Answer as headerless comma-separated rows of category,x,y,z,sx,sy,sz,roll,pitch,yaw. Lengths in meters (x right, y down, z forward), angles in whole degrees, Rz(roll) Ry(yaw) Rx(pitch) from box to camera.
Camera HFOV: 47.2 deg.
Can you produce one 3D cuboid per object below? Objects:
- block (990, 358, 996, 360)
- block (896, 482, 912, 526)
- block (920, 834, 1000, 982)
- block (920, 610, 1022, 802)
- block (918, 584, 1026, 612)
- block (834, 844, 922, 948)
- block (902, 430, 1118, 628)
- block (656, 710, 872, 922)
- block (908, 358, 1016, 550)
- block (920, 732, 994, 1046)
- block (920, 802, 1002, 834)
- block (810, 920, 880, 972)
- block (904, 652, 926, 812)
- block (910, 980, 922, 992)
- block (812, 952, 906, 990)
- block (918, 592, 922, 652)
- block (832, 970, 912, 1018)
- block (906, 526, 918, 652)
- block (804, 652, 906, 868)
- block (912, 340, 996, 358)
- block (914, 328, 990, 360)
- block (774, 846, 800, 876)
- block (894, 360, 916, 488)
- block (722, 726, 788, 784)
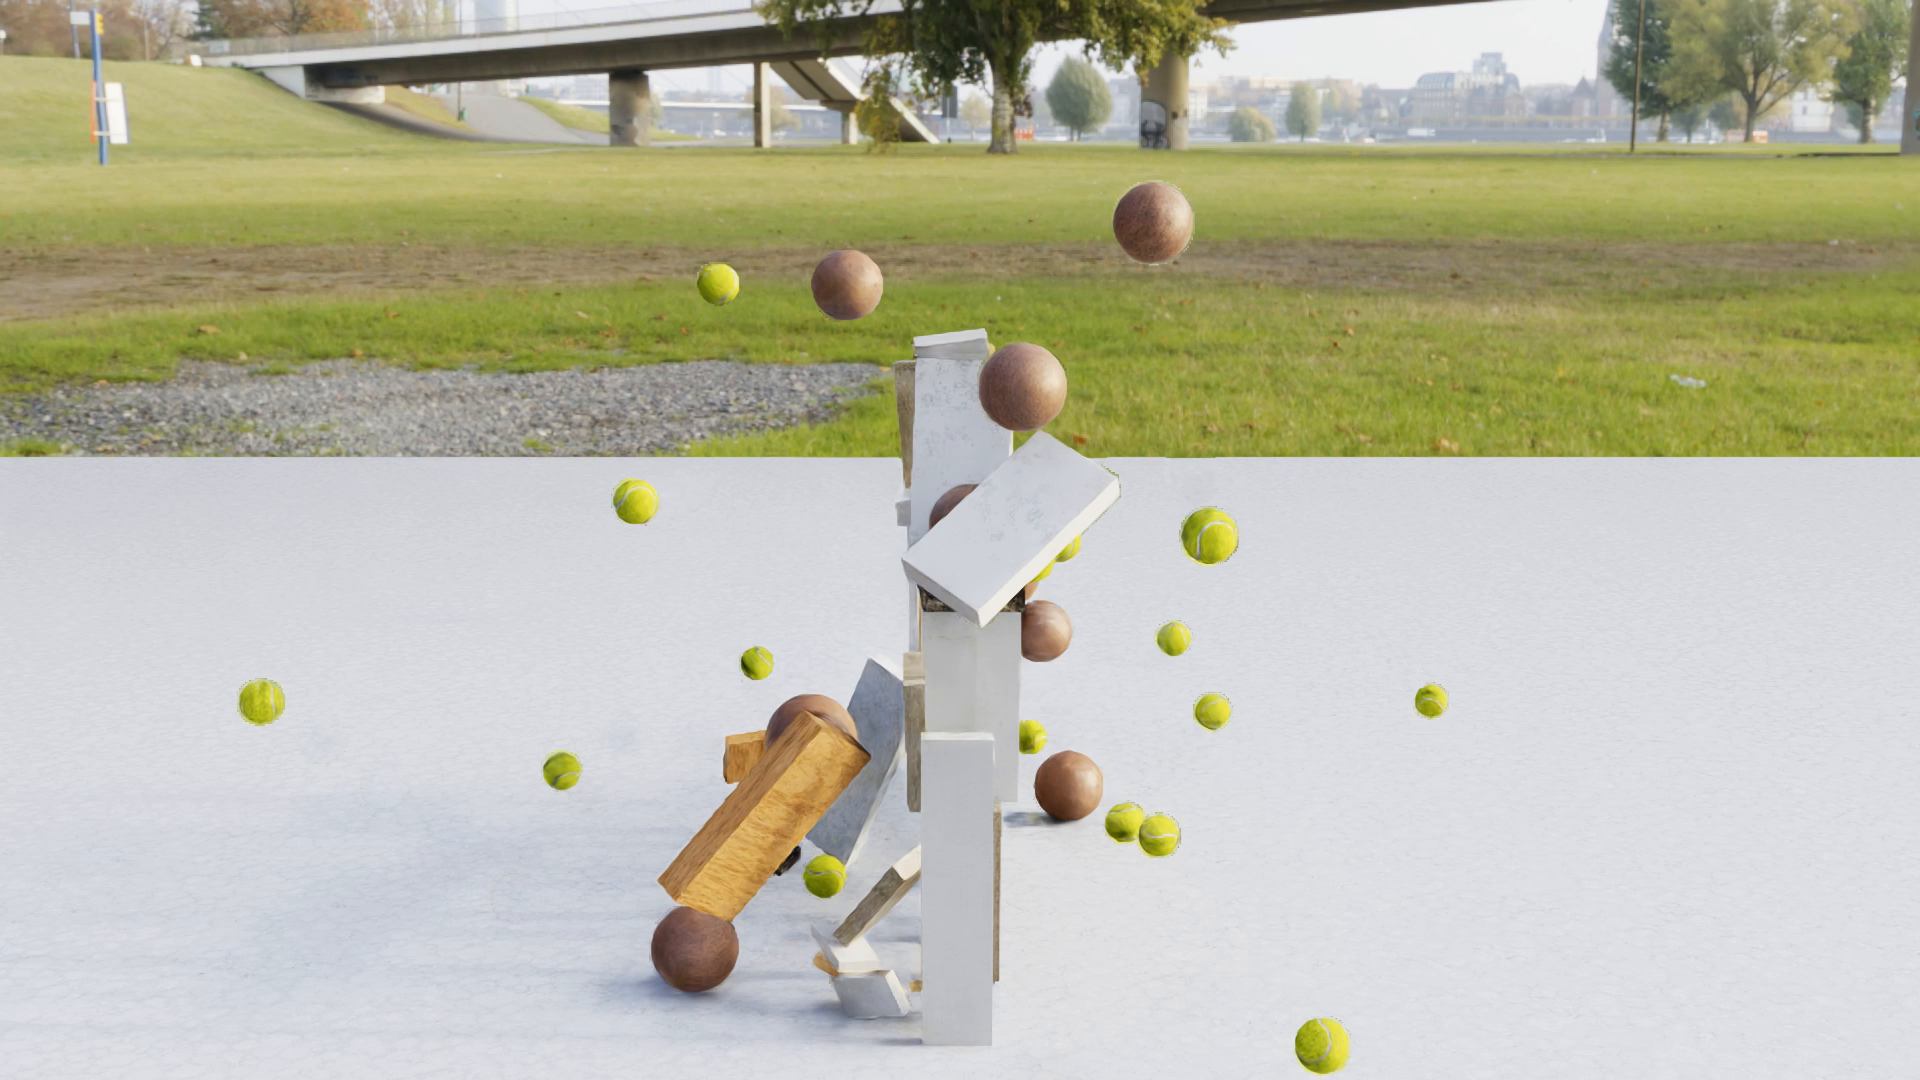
block,0.007,-0.275,3.648,0.098,0.028,0.195,-1,12,5
block,-0.024,-0.082,3.878,0.153,0.043,0.306,-4,12,4
block,0.000,0.541,3.284,0.118,0.237,0.034,0,11,0
block,0.014,0.240,3.251,0.146,0.292,0.041,1,10,-2
block,0.012,0.059,3.318,0.146,0.041,0.292,0,10,-4
block,-0.102,0.505,3.158,0.028,0.194,0.097,47,41,11
block,0.074,-0.020,3.162,0.149,0.042,0.299,34,64,28
block,-0.260,0.373,2.958,0.042,0.299,0.149,41,1,32
block,0.004,-0.126,3.387,0.149,0.299,0.042,2,-2,6
block,-0.003,0.480,2.998,0.097,0.462,0.028,0,18,0
block,0.001,0.393,3.336,0.118,0.034,0.237,0,10,0
block,-0.169,0.593,3.209,0.063,0.018,0.125,2,17,-24
block,-0.060,0.262,3.009,0.028,0.194,0.097,-2,24,-1
block,-0.026,0.627,3.127,0.054,0.015,0.109,-9,-11,-26
block,-0.147,0.634,3.189,0.125,0.018,0.063,25,6,24
block,0.008,0.208,3.445,0.146,0.292,0.041,0,9,-1
block,-0.126,0.642,3.108,0.018,0.063,0.125,-31,9,-41
block,-0.011,0.106,3.840,0.153,0.306,0.043,-9,23,-21
block,-0.167,0.377,3.744,0.114,0.381,0.032,34,29,20
block,-0.009,-0.335,3.921,0.110,0.031,0.220,-4,-2,11
block,-0.004,-0.224,3.532,0.114,0.229,0.032,-7,33,-1
block,-0.371,0.543,3.819,0.167,0.024,0.084,8,14,18
block,-0.051,-0.205,3.828,0.110,0.221,0.031,-5,12,-3
block,-0.309,0.353,3.663,0.167,0.084,0.024,-8,37,-21
